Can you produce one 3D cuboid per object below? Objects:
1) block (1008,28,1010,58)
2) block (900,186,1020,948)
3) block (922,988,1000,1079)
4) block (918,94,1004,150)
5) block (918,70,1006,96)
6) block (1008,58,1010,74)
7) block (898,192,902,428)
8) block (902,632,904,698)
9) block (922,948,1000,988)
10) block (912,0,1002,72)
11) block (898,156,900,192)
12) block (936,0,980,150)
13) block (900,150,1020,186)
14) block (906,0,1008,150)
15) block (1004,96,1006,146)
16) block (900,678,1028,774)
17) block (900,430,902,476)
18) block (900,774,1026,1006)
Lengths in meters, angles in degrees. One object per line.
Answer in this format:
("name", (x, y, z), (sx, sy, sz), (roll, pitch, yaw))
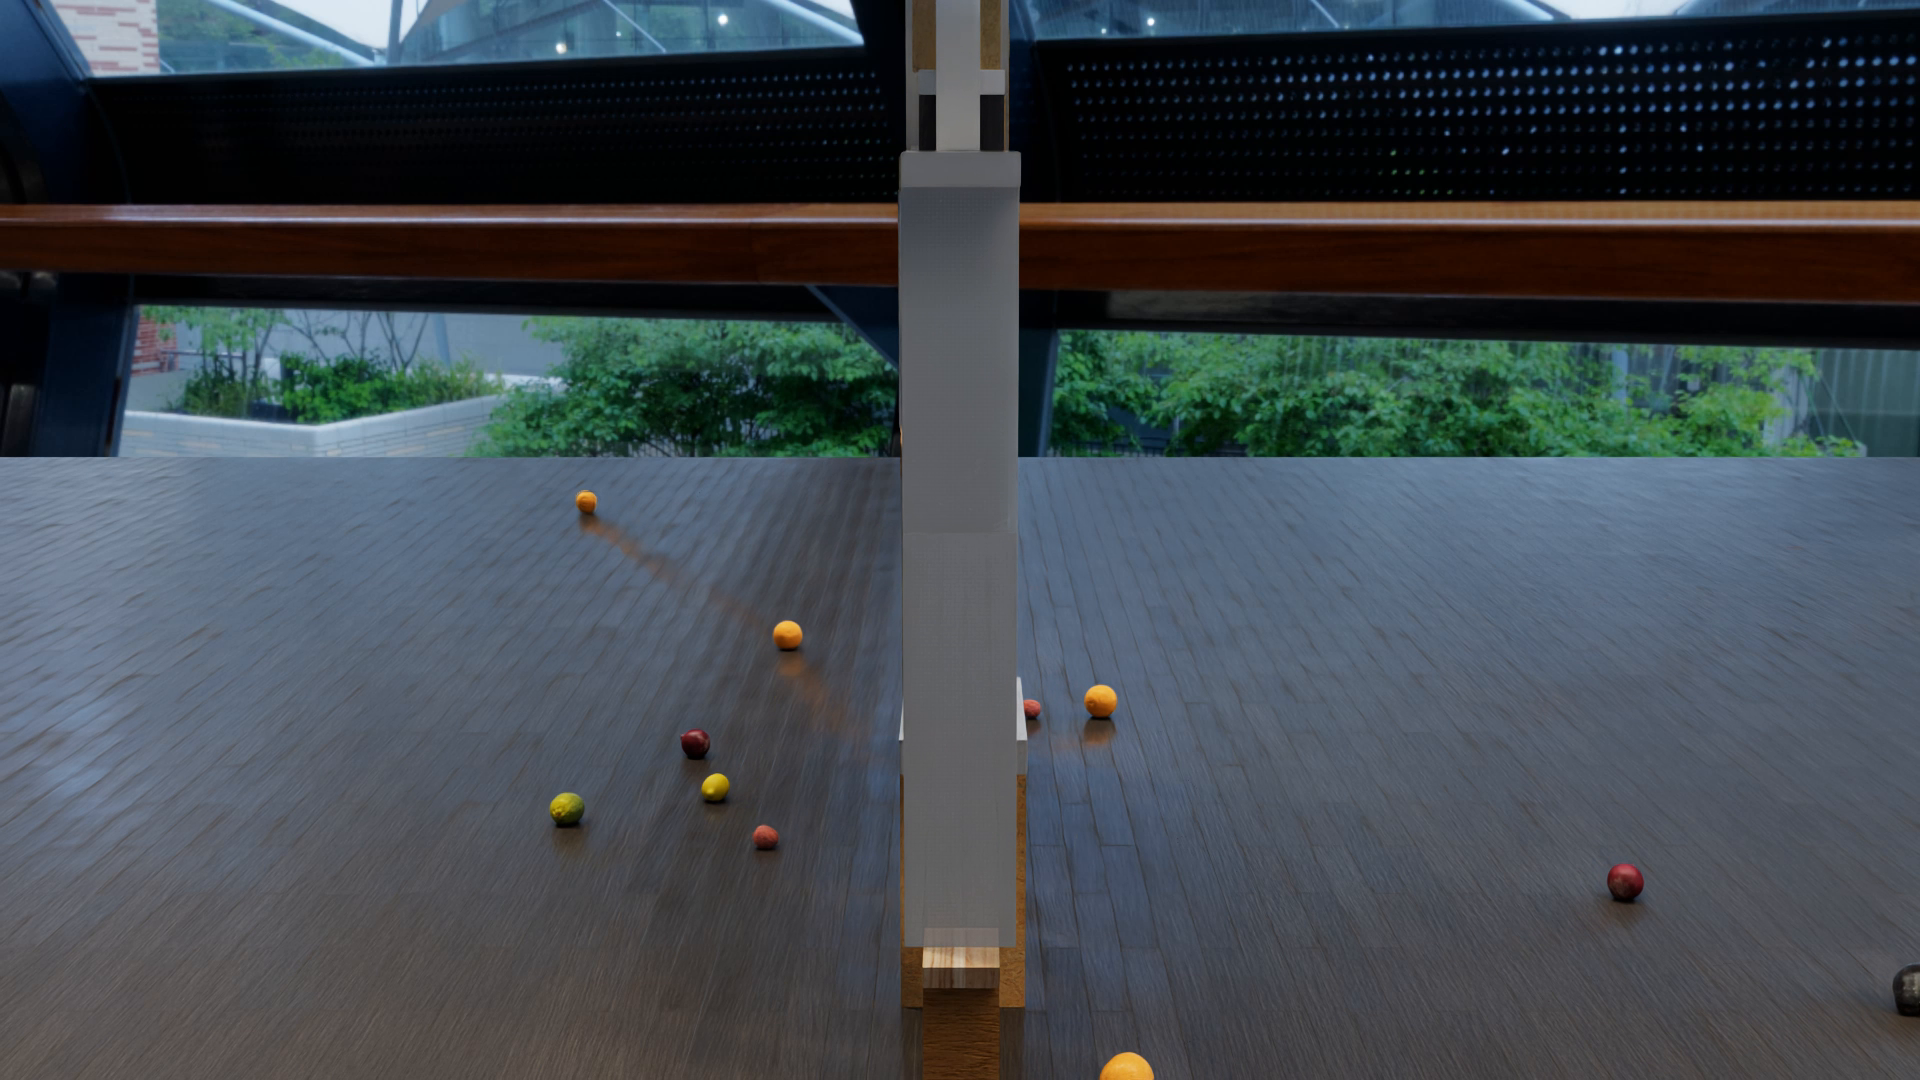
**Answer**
("block", (0.001, -0.842, 3.748), (0.160, 0.045, 0.320), (0, 11, 0))
("block", (0.000, 0.045, 2.754), (0.143, 0.964, 0.040), (0, 11, 0))
("block", (0.002, 0.651, 2.808), (0.097, 0.194, 0.027), (0, 11, 0))
("block", (0.002, -0.396, 2.958), (0.113, 0.397, 0.032), (0, 10, 0))
("block", (0.005, -0.620, 2.992), (0.113, 0.032, 0.226), (0, 11, 1))
("block", (0.001, -0.642, 3.679), (0.160, 0.320, 0.045), (0, 11, 0))
("block", (-0.004, -0.353, 3.363), (0.180, 0.360, 0.051), (0, 10, -1))
("block", (-0.001, 0.065, 3.306), (0.171, 0.343, 0.049), (0, 11, 0))
("block", (0.002, 0.531, 2.851), (0.097, 0.027, 0.194), (0, 11, 0))
("block", (-0.004, -0.862, 2.958), (0.120, 0.456, 0.034), (0, 11, 2))
("block", (-0.003, -0.577, 3.447), (0.180, 0.051, 0.360), (0, 10, 0))
("block", (-0.003, -0.618, 2.862), (0.057, 0.218, 0.016), (0, 10, 0))
("block", (0.001, -0.467, 2.756), (0.143, 0.040, 0.285), (0, 11, 0))
("block", (-0.004, -0.626, 3.161), (0.146, 0.433, 0.041), (0, 11, -1))
("block", (0.006, -0.507, 3.090), (0.113, 0.226, 0.032), (0, 11, 1))
("block", (0.004, 0.273, 3.267), (0.180, 0.051, 0.360), (0, 11, 0))
("block", (-0.005, -0.149, 3.383), (0.171, 0.049, 0.343), (0, 11, -1))
("block", (0.004, 0.497, 3.186), (0.180, 0.360, 0.051), (0, 11, 0))
